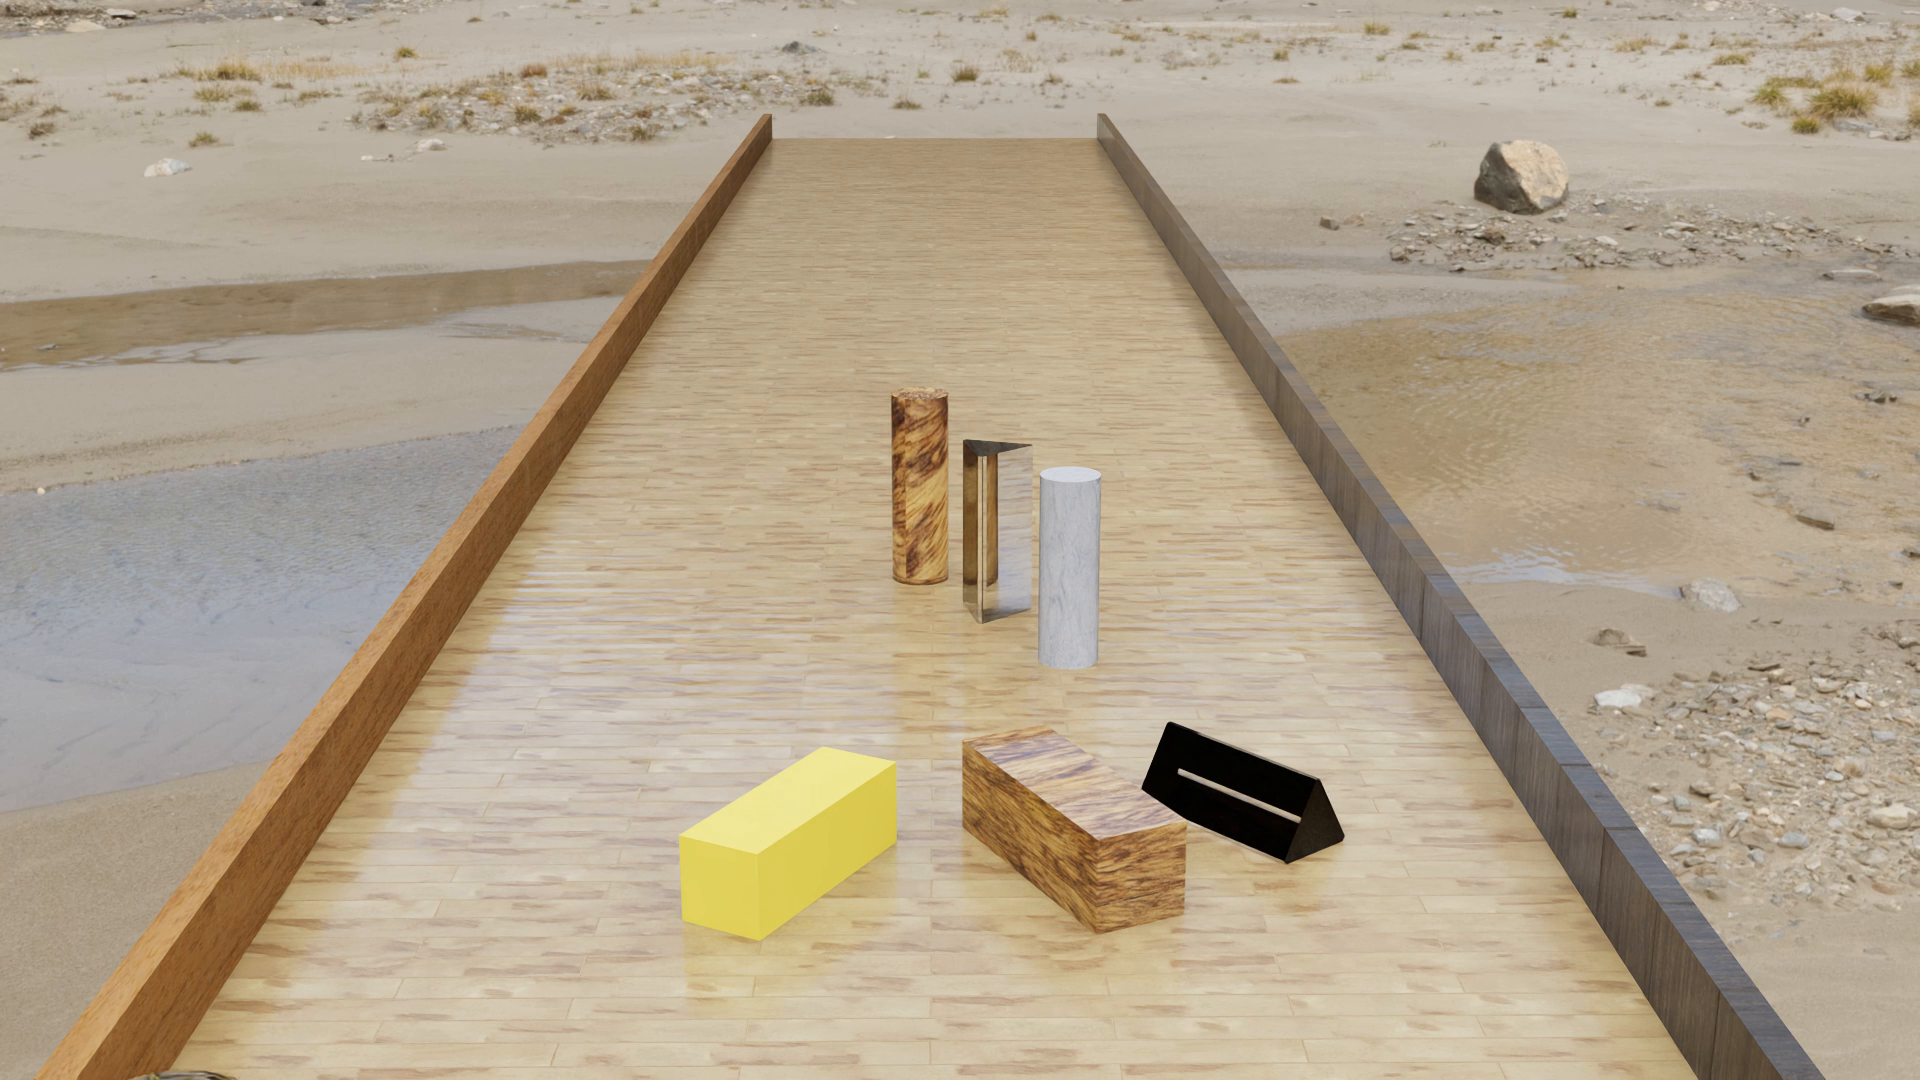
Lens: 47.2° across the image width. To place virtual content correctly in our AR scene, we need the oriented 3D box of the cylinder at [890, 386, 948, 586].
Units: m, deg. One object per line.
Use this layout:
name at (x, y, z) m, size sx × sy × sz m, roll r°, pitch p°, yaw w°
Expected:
cylinder at (-0.088, -0.119, 4.886) m, size 0.127 × 0.423 × 0.127 m, roll 0°, pitch 17°, yaw 0°

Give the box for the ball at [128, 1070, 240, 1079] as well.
ball at (-0.816, 0.712, 2.277) m, size 0.318 × 0.318 × 0.318 m, roll 0°, pitch 17°, yaw 0°

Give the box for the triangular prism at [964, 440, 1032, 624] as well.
triangular prism at (0.053, -0.026, 4.675) m, size 0.151 × 0.363 × 0.131 m, roll -14°, pitch 22°, yaw -40°

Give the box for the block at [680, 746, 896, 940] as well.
block at (-0.260, 0.464, 3.421) m, size 0.139 × 0.139 × 0.401 m, roll 9°, pitch 19°, yaw 27°

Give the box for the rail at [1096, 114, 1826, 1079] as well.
rail at (0.932, -0.844, 7.801) m, size 0.050 × 0.150 × 12.000 m, roll 0°, pitch 17°, yaw -1°

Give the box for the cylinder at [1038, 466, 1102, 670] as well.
cylinder at (0.217, 0.055, 4.368) m, size 0.120 × 0.384 × 0.120 m, roll 0°, pitch 17°, yaw 0°

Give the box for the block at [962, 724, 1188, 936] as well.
block at (0.171, 0.446, 3.456) m, size 0.154 × 0.154 × 0.440 m, roll -8°, pitch 18°, yaw -26°

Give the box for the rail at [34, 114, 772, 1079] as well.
rail at (-1.118, -0.838, 7.780) m, size 0.050 × 0.150 × 12.000 m, roll 0°, pitch 17°, yaw -1°

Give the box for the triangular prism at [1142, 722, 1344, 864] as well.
triangular prism at (0.463, 0.404, 3.636) m, size 0.145 × 0.125 × 0.330 m, roll -14°, pitch 22°, yaw -38°
